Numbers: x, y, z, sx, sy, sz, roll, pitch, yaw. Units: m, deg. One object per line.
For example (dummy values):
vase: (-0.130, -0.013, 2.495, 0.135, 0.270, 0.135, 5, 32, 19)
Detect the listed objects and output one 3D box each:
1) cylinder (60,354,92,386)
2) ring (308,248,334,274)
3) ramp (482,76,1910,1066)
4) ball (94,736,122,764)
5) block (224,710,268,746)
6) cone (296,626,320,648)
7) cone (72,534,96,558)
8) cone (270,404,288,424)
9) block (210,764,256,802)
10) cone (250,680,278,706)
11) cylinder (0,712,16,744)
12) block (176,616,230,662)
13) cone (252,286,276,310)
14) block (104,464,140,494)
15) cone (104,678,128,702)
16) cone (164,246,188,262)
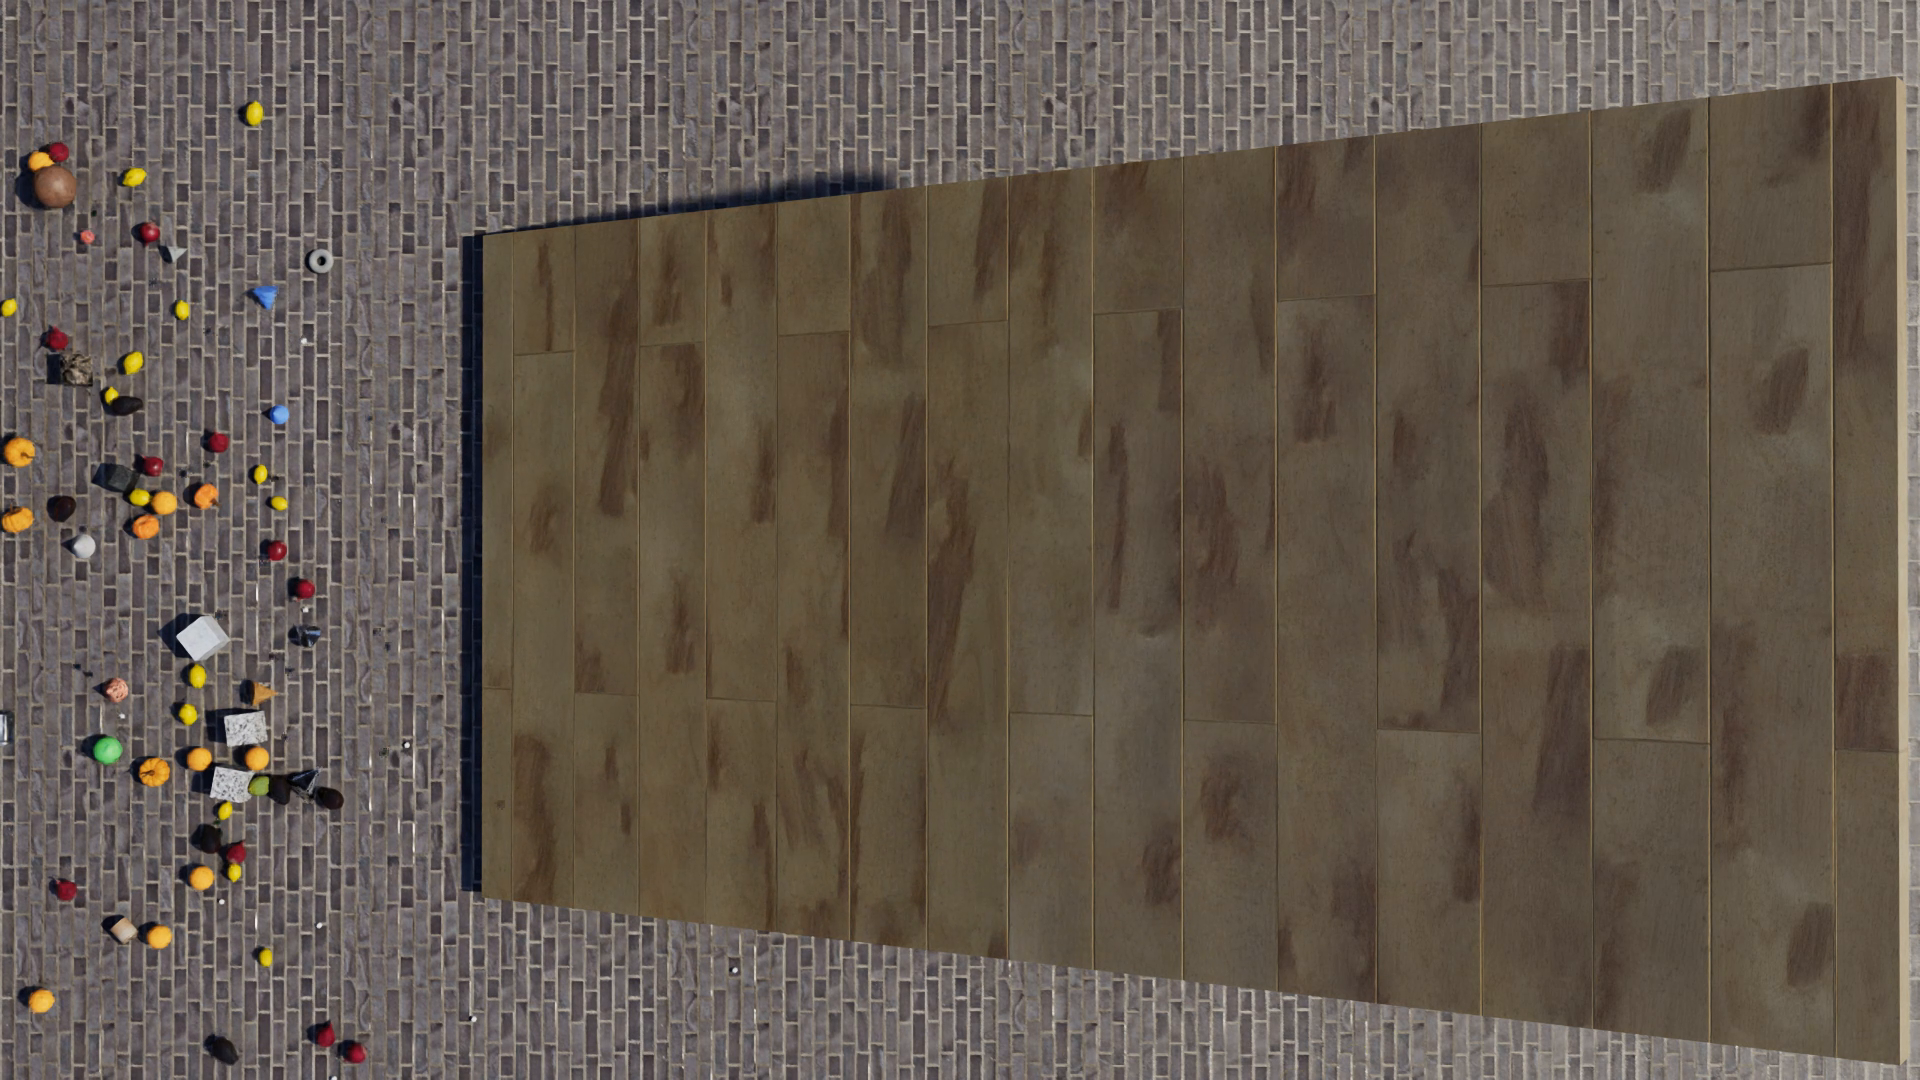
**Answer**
cylinder: (-2.688, -0.517, 6.688, 0.092, 0.092, 0.092, 2, 90, 0)
ring: (-1.954, -0.853, 6.725, 0.077, 0.026, 0.077, 0, 90, 1)
ramp: (0.254, 0.070, 5.587, 4.000, 0.100, 2.000, 0, 89, 33)
ball: (-2.591, 0.639, 6.684, 0.082, 0.082, 0.082, 0, 90, 0)
block: (-2.169, 0.572, 6.679, 0.093, 0.093, 0.093, -7, 90, 0)
cone: (-2.005, 0.278, 6.711, 0.073, 0.073, 0.073, 30, 90, 27)
cone: (-2.683, 0.019, 6.693, 0.074, 0.074, 0.074, 0, 90, 0)
cone: (-2.085, -0.384, 6.703, 0.060, 0.060, 0.060, 0, 90, 0)
block: (-2.207, 0.738, 6.677, 0.094, 0.094, 0.094, 10, 90, 0)
cone: (-2.119, 0.467, 6.708, 0.079, 0.079, 0.079, 1, 89, -27)
cylinder: (-2.919, 0.572, 6.679, 0.091, 0.091, 0.091, -1, 90, 0)
block: (-2.298, 0.299, 6.679, 0.096, 0.096, 0.096, -38, 90, 0)
cone: (-2.118, -0.732, 6.720, 0.071, 0.071, 0.071, -2, 116, 0)
block: (-2.551, -0.187, 6.698, 0.066, 0.066, 0.066, 24, 90, 0)
cone: (-2.582, 0.458, 6.688, 0.076, 0.076, 0.076, 0, 90, 0)
cone: (-2.391, -0.882, 6.724, 0.059, 0.059, 0.059, -23, 90, -27)
